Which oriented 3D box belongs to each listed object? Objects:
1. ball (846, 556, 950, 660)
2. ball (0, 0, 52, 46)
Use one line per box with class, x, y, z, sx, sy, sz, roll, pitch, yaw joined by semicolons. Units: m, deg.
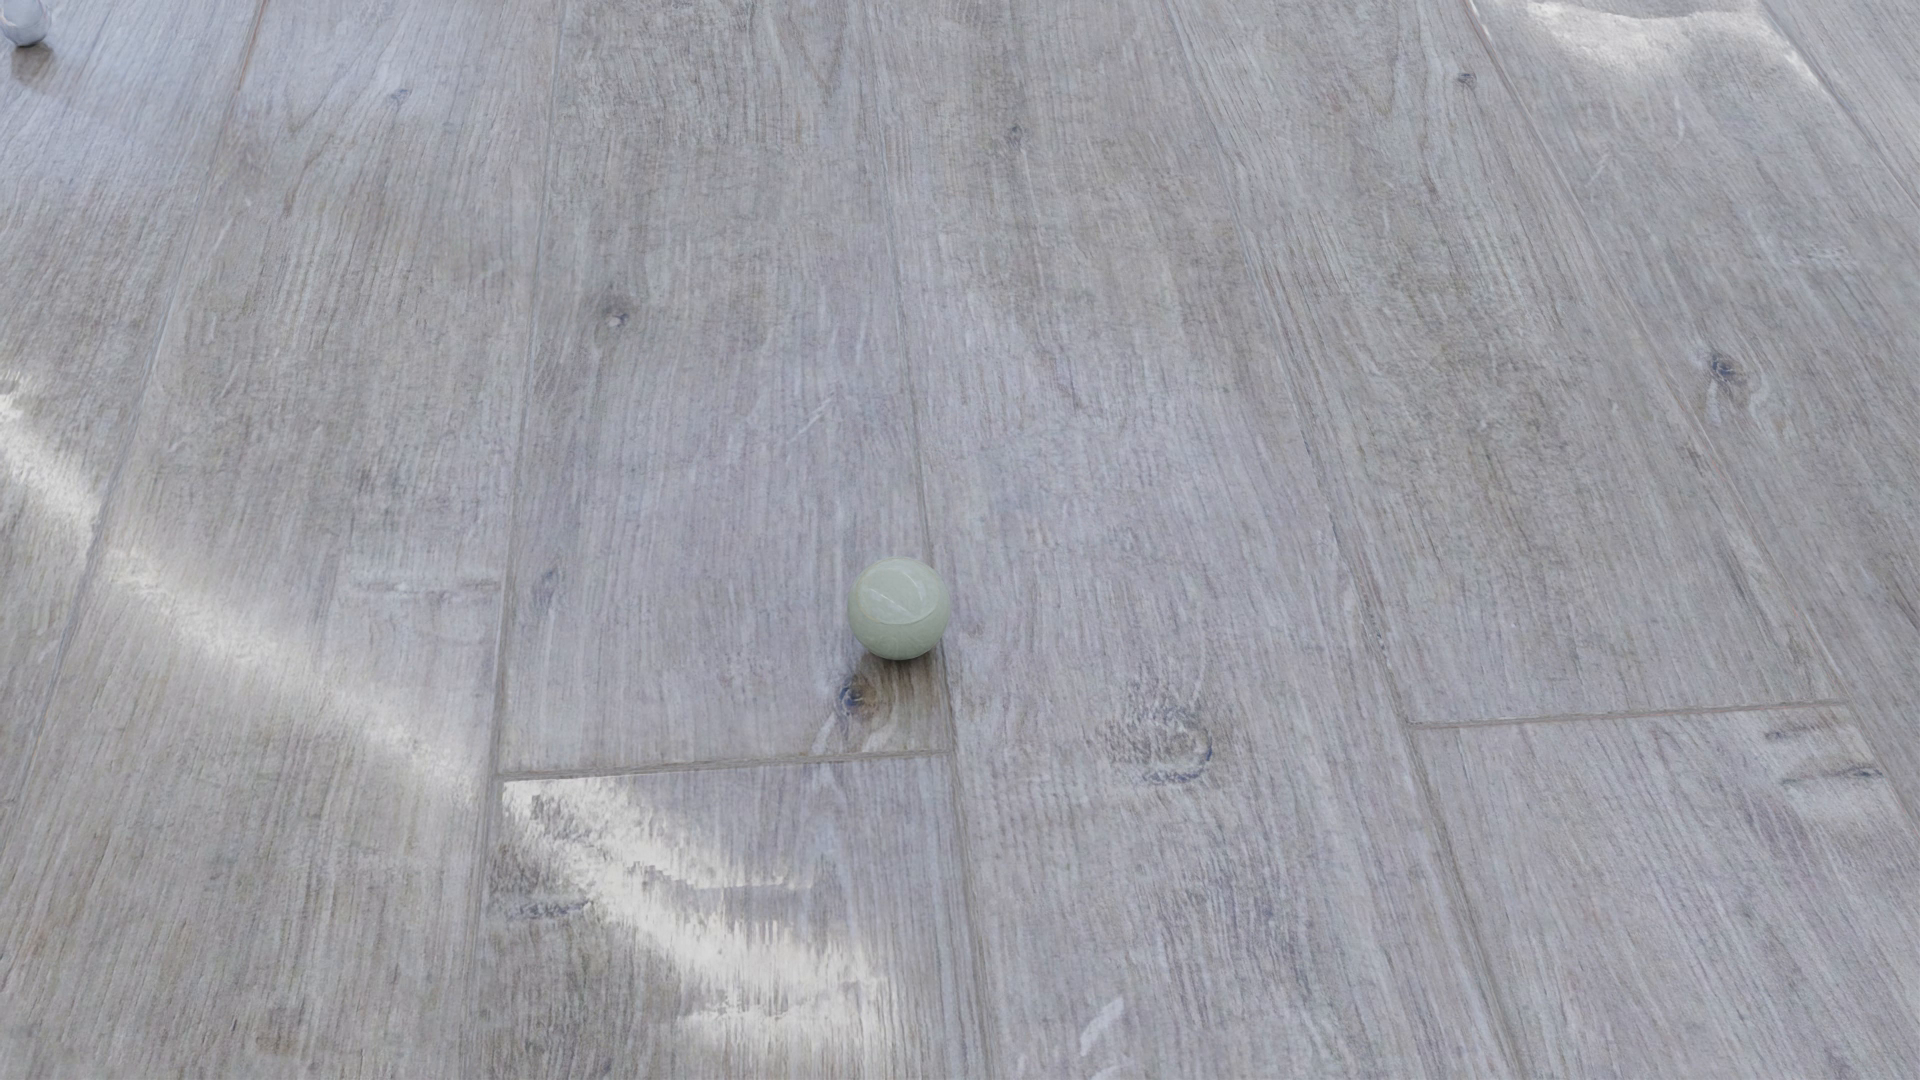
ball;-0.035;0.039;1.450;0.059;0.059;0.059;0;37;0
ball;-0.755;-0.419;2.071;0.040;0.040;0.040;0;37;0
